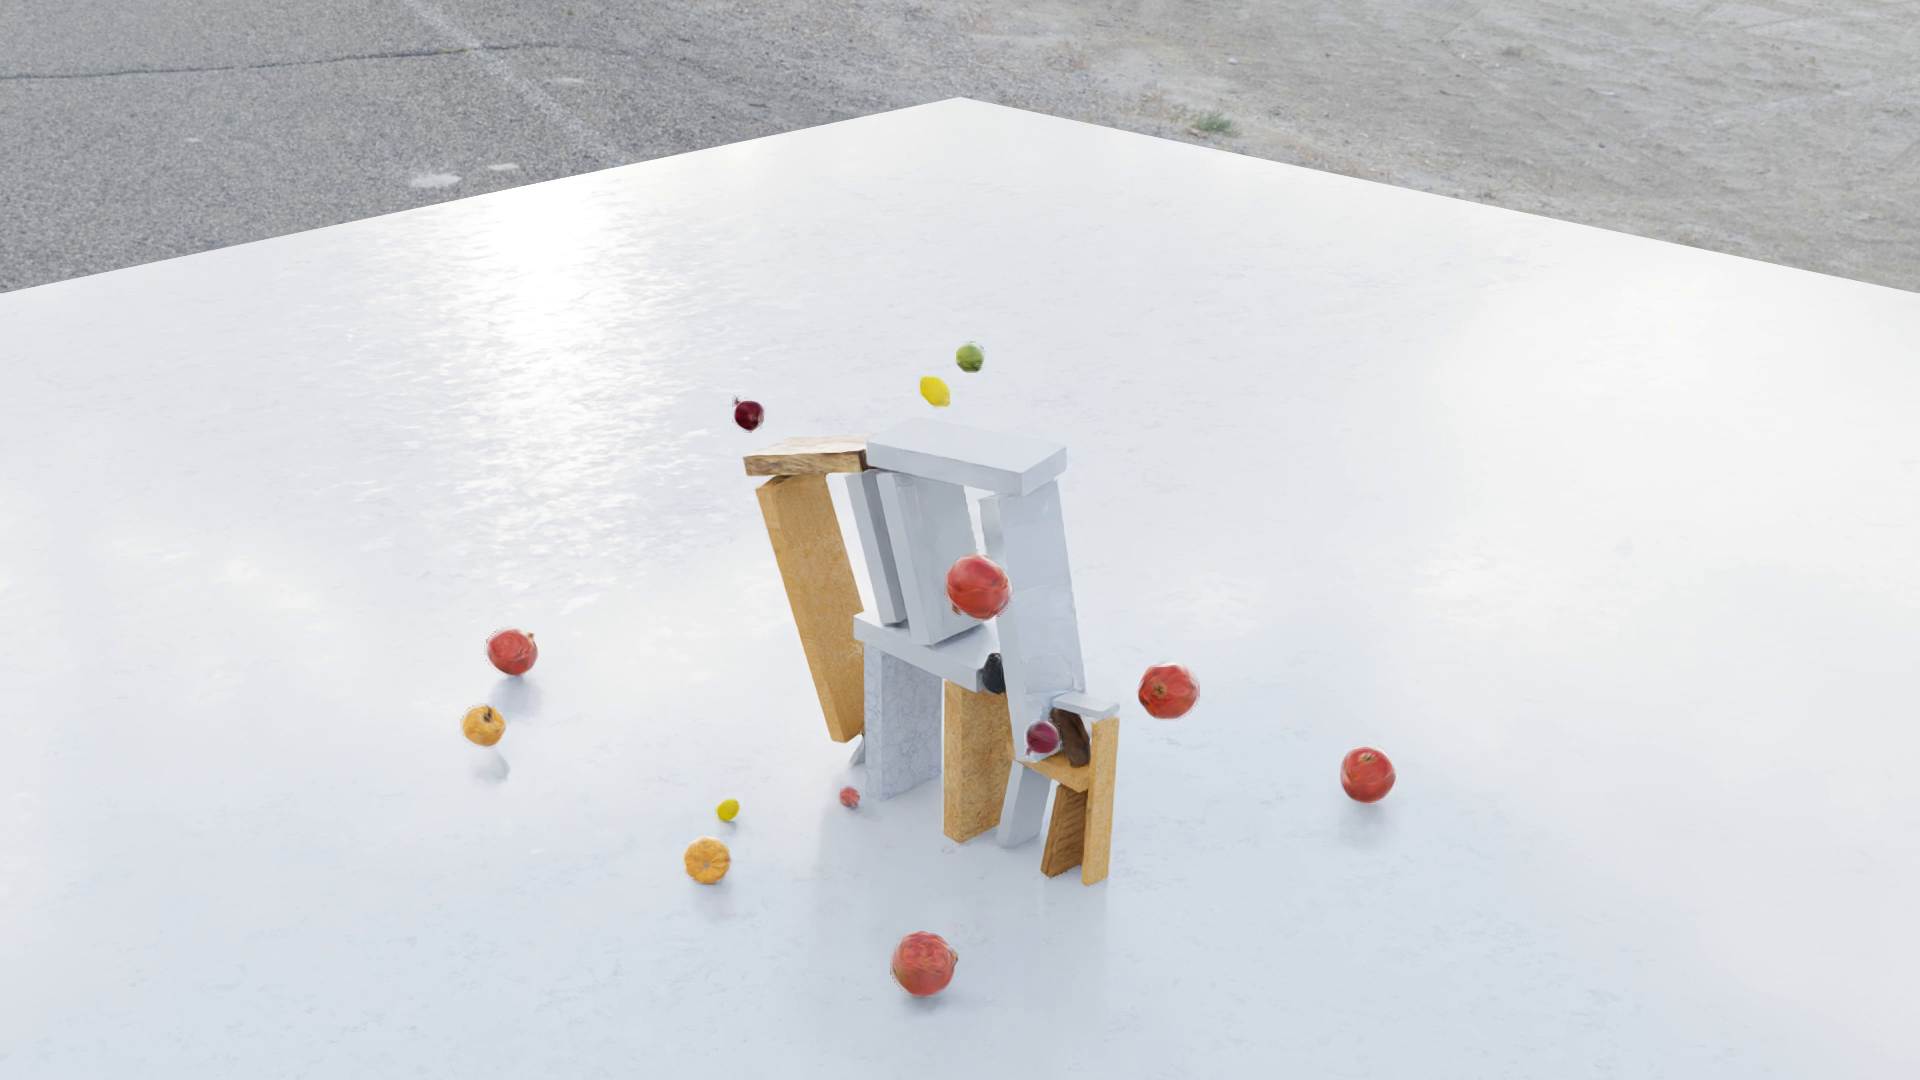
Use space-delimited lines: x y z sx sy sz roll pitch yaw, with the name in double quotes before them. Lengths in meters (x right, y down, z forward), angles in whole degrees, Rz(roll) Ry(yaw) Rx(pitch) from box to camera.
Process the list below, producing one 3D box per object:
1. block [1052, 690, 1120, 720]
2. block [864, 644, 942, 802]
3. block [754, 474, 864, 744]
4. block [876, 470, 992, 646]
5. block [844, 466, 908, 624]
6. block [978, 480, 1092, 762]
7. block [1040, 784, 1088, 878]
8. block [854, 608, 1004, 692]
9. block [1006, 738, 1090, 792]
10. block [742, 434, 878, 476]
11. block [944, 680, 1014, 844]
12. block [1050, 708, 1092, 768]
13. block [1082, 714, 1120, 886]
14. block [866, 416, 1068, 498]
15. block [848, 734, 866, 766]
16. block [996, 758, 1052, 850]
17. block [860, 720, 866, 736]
"block" 0.238 0.311 4.145 0.113 0.016 0.057 12 22 38
"block" -0.115 0.348 4.499 0.049 0.344 0.172 22 31 40
"block" -0.280 0.130 4.592 0.043 0.585 0.152 5 28 43
"block" -0.049 0.015 4.283 0.171 0.343 0.049 -21 14 -41
"block" -0.128 -0.003 4.370 0.043 0.304 0.152 -4 14 42
"block" 0.146 0.151 4.165 0.049 0.507 0.171 2 15 43
"block" 0.214 0.544 4.213 0.100 0.200 0.028 -17 38 -41
"block" -0.031 0.198 4.350 0.344 0.049 0.172 21 31 40
"block" 0.193 0.420 4.211 0.100 0.028 0.200 -16 28 -40
"block" -0.273 -0.172 4.437 0.304 0.043 0.152 -1 16 37
"block" 0.046 0.412 4.349 0.172 0.344 0.049 -21 32 -41
"block" 0.214 0.369 4.167 0.057 0.113 0.016 -18 -7 -43
"block" 0.265 0.494 4.157 0.057 0.342 0.016 -17 29 -40
"block" 0.012 -0.161 4.195 0.343 0.049 0.171 13 26 29
"block" -0.197 0.432 4.623 0.014 0.098 0.049 45 39 17
"block" 0.130 0.504 4.308 0.100 0.200 0.028 -18 38 -43
"block" -0.177 0.367 4.615 0.014 0.098 0.049 34 39 21
